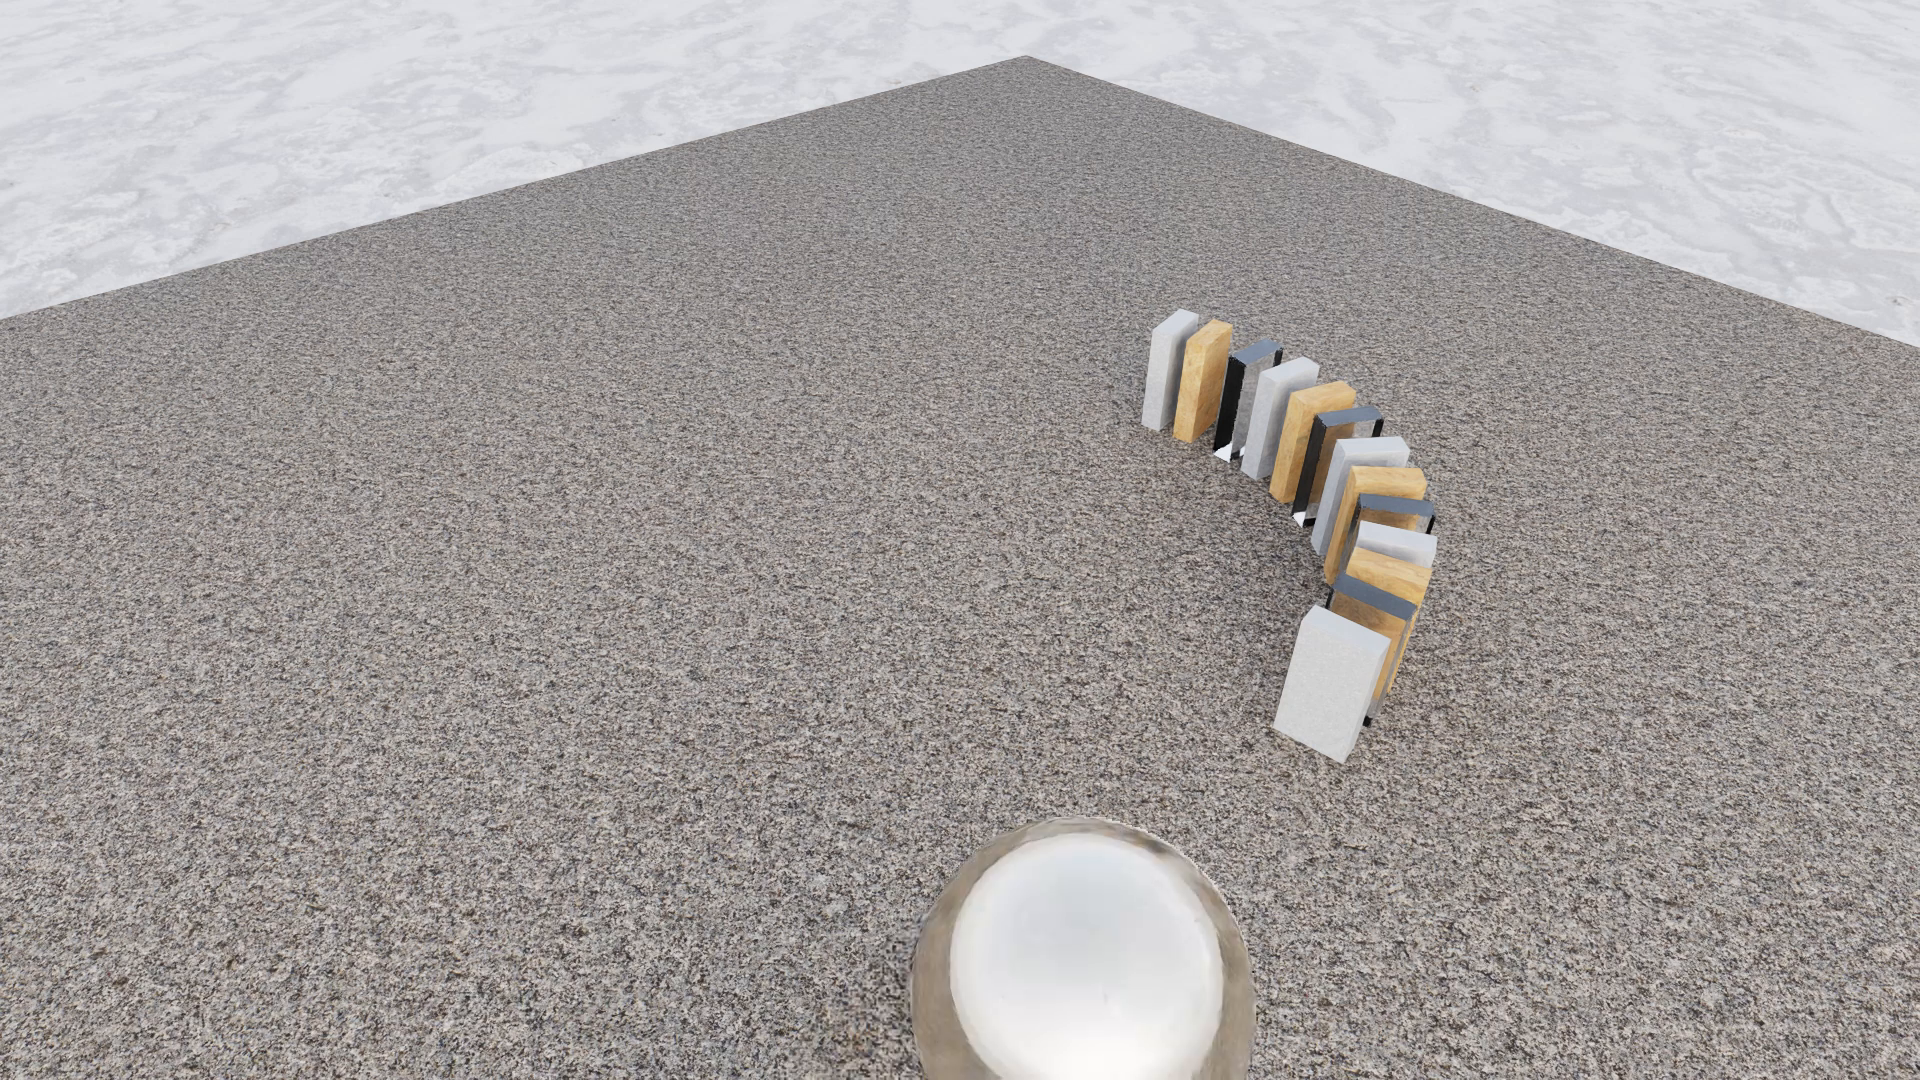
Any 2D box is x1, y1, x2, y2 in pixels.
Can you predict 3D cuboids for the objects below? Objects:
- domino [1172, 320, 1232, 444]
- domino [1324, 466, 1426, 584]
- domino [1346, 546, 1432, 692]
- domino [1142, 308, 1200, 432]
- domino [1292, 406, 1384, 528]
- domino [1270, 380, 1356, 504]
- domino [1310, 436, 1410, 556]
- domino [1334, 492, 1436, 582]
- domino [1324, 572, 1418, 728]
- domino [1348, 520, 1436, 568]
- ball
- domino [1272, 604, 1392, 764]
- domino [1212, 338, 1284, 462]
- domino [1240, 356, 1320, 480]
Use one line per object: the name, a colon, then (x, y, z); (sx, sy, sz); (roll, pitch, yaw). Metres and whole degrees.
domino: (0.110, -0.072, 0.499); (0.010, 0.050, 0.025); (26, 46, 28)
domino: (0.157, -0.005, 0.417); (0.025, 0.050, 0.009); (3, 39, 3)
domino: (0.142, 0.028, 0.377); (0.025, 0.050, 0.010); (19, 43, 22)
domino: (0.097, -0.078, 0.507); (0.010, 0.050, 0.025); (26, 46, 28)
domino: (0.153, -0.029, 0.447); (0.025, 0.050, 0.009); (-9, 40, -11)
domino: (0.147, -0.041, 0.461); (0.025, 0.050, 0.009); (-15, 42, -17)
domino: (0.156, -0.017, 0.432); (0.025, 0.050, 0.009); (-3, 39, -4)
domino: (0.154, 0.007, 0.403); (0.025, 0.050, 0.010); (8, 40, 9)
domino: (0.132, 0.037, 0.366); (0.025, 0.050, 0.009); (27, 46, 29)
domino: (0.149, 0.018, 0.389); (0.025, 0.050, 0.010); (14, 41, 16)
ball: (0.028, 0.106, 0.258); (0.080, 0.080, 0.080); (0, 39, 0)
domino: (0.119, 0.047, 0.354); (0.025, 0.050, 0.010); (27, 46, 29)
domino: (0.127, -0.061, 0.486); (0.025, 0.050, 0.010); (-28, 47, -30)
domino: (0.138, -0.052, 0.475); (0.025, 0.050, 0.009); (-22, 44, -24)
